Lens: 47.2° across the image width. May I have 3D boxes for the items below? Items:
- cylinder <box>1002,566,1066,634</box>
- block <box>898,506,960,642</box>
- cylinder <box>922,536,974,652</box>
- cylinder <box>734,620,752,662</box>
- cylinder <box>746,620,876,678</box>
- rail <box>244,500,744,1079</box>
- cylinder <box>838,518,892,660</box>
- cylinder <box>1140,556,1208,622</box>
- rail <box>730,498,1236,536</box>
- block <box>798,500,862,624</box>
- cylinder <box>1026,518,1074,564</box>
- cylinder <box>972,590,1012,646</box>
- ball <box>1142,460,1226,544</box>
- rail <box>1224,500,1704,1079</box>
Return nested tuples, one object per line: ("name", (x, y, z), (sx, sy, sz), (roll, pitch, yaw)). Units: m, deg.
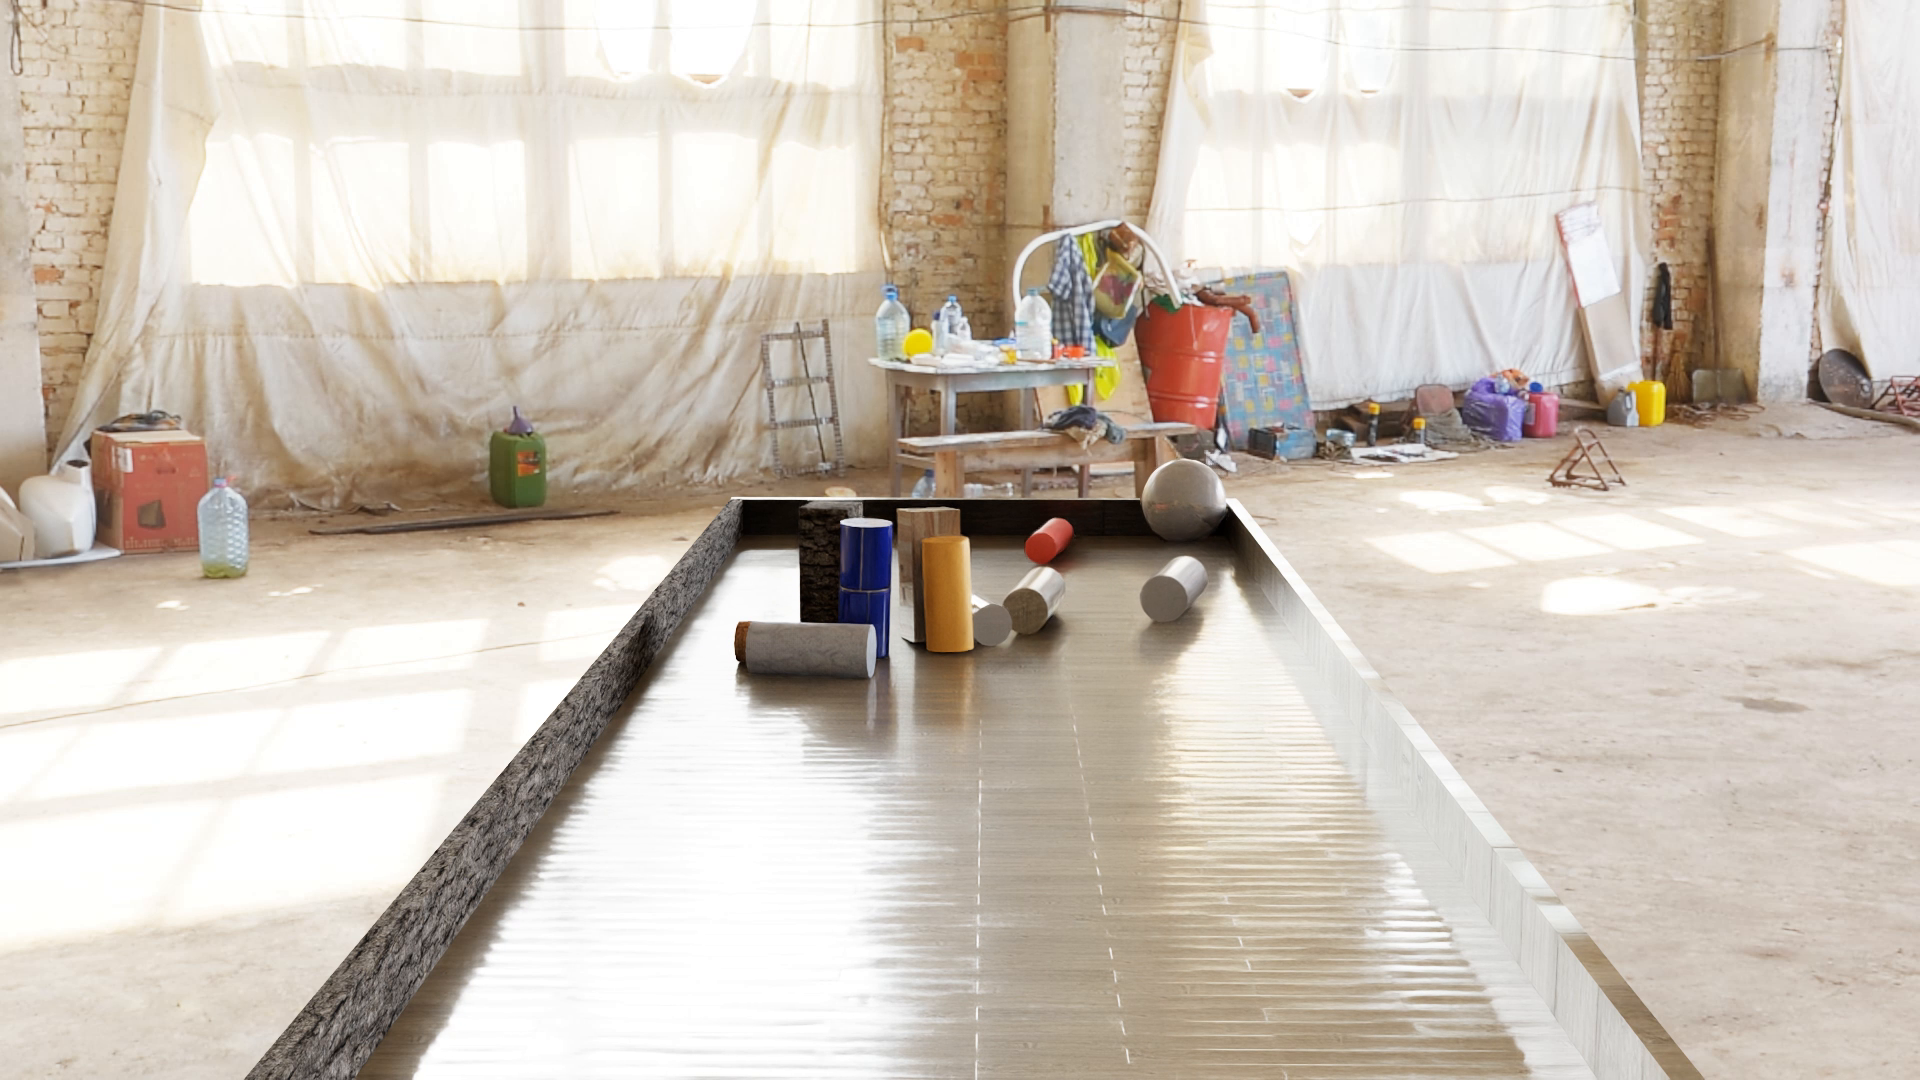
("cylinder", (0.247, 0.198, 7.281), (0.151, 0.151, 0.411), (2, 9, 10))
("block", (-0.096, 0.107, 6.985), (0.160, 0.411, 0.160), (-3, 5, -17))
("cylinder", (-0.038, 0.168, 6.836), (0.148, 0.343, 0.148), (-2, 8, 0))
("cylinder", (-0.470, 0.312, 6.641), (0.406, 0.125, 0.125), (2, 9, 10))
("cylinder", (-0.437, 0.322, 6.478), (0.359, 0.157, 0.157), (1, 9, 8))
("rail", (-1.004, 0.839, 3.234), (0.050, 0.150, 12.000), (0, 9, 1))
("cylinder", (-0.291, 0.149, 6.731), (0.160, 0.412, 0.160), (2, 11, 0))
("cylinder", (0.728, 0.164, 7.464), (0.159, 0.159, 0.397), (3, 9, 16))
("rail", (0.099, -0.098, 9.147), (2.100, 0.150, 0.050), (0, 9, 1))
("block", (-0.405, 0.108, 6.922), (0.161, 0.440, 0.161), (2, 9, 13))
("cylinder", (0.353, 0.002, 8.608), (0.122, 0.122, 0.397), (2, 9, 12))
("cylinder", (0.050, 0.242, 7.057), (0.135, 0.135, 0.339), (-3, 9, -17))
("ball", (0.906, -0.155, 8.898), (0.342, 0.342, 0.342), (0, 9, 0))
("rail", (1.046, 0.843, 3.208), (0.050, 0.150, 12.000), (0, 9, 1))
